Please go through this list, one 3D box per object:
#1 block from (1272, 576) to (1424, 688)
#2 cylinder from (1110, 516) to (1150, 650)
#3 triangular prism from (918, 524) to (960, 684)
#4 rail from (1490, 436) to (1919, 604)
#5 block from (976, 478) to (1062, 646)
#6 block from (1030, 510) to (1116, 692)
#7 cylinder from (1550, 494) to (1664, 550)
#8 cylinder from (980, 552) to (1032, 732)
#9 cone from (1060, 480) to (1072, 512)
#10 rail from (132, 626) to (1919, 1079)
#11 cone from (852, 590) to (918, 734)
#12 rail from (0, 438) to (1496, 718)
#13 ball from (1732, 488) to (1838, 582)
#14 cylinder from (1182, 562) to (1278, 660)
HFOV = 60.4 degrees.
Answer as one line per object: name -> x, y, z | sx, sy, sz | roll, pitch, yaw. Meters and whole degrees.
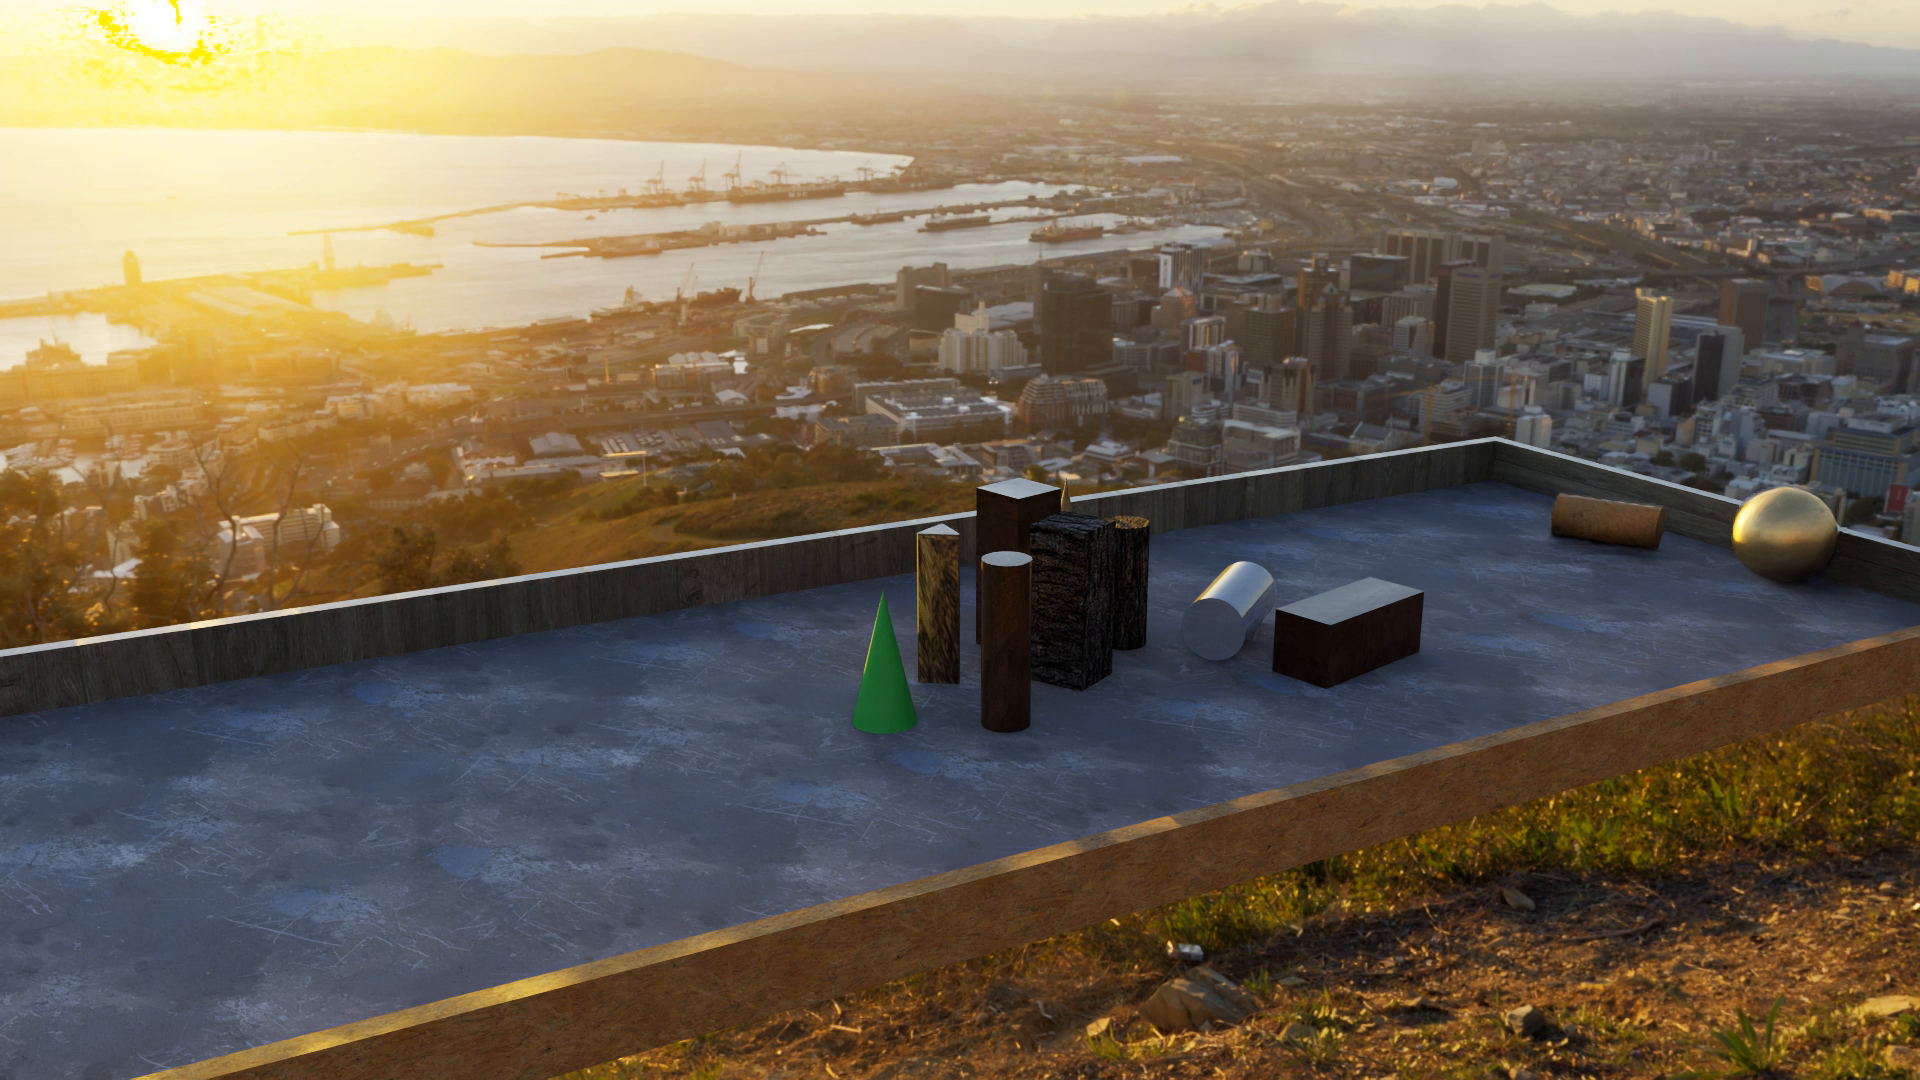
block -> 1.005, 0.234, 4.260 | 0.403, 0.168, 0.168 | -14, 21, -39
cylinder -> 0.435, 0.113, 4.376 | 0.126, 0.334, 0.126 | 0, 16, 0
triangular prism -> -0.049, 0.159, 4.123 | 0.103, 0.389, 0.090 | 2, 16, 6
rail -> 2.466, -0.048, 5.253 | 0.050, 0.150, 2.100 | -9, 18, -27
block -> 0.153, 0.072, 4.347 | 0.156, 0.431, 0.156 | -15, 22, -41
block -> 0.280, 0.151, 4.123 | 0.154, 0.405, 0.154 | 11, 20, 33
cylinder -> 2.087, -0.060, 5.317 | 0.318, 0.137, 0.137 | 11, 19, 32
cylinder -> 0.107, 0.237, 3.829 | 0.116, 0.405, 0.116 | 0, 16, 0
cone -> 0.295, 0.013, 4.623 | 0.145, 0.388, 0.145 | 0, 16, 0
rail -> -2.336, 1.006, 1.665 | 12.000, 0.150, 0.050 | -9, 18, -27
cone -> -0.178, 0.272, 3.854 | 0.154, 0.325, 0.154 | 0, 16, 0
rail -> -3.305, 0.497, 3.399 | 12.000, 0.150, 0.050 | -9, 18, -27
ball -> 2.454, -0.015, 4.906 | 0.282, 0.282, 0.282 | 0, 16, 0
cylinder -> 0.725, 0.186, 4.420 | 0.170, 0.170, 0.347 | 7, 18, 23
